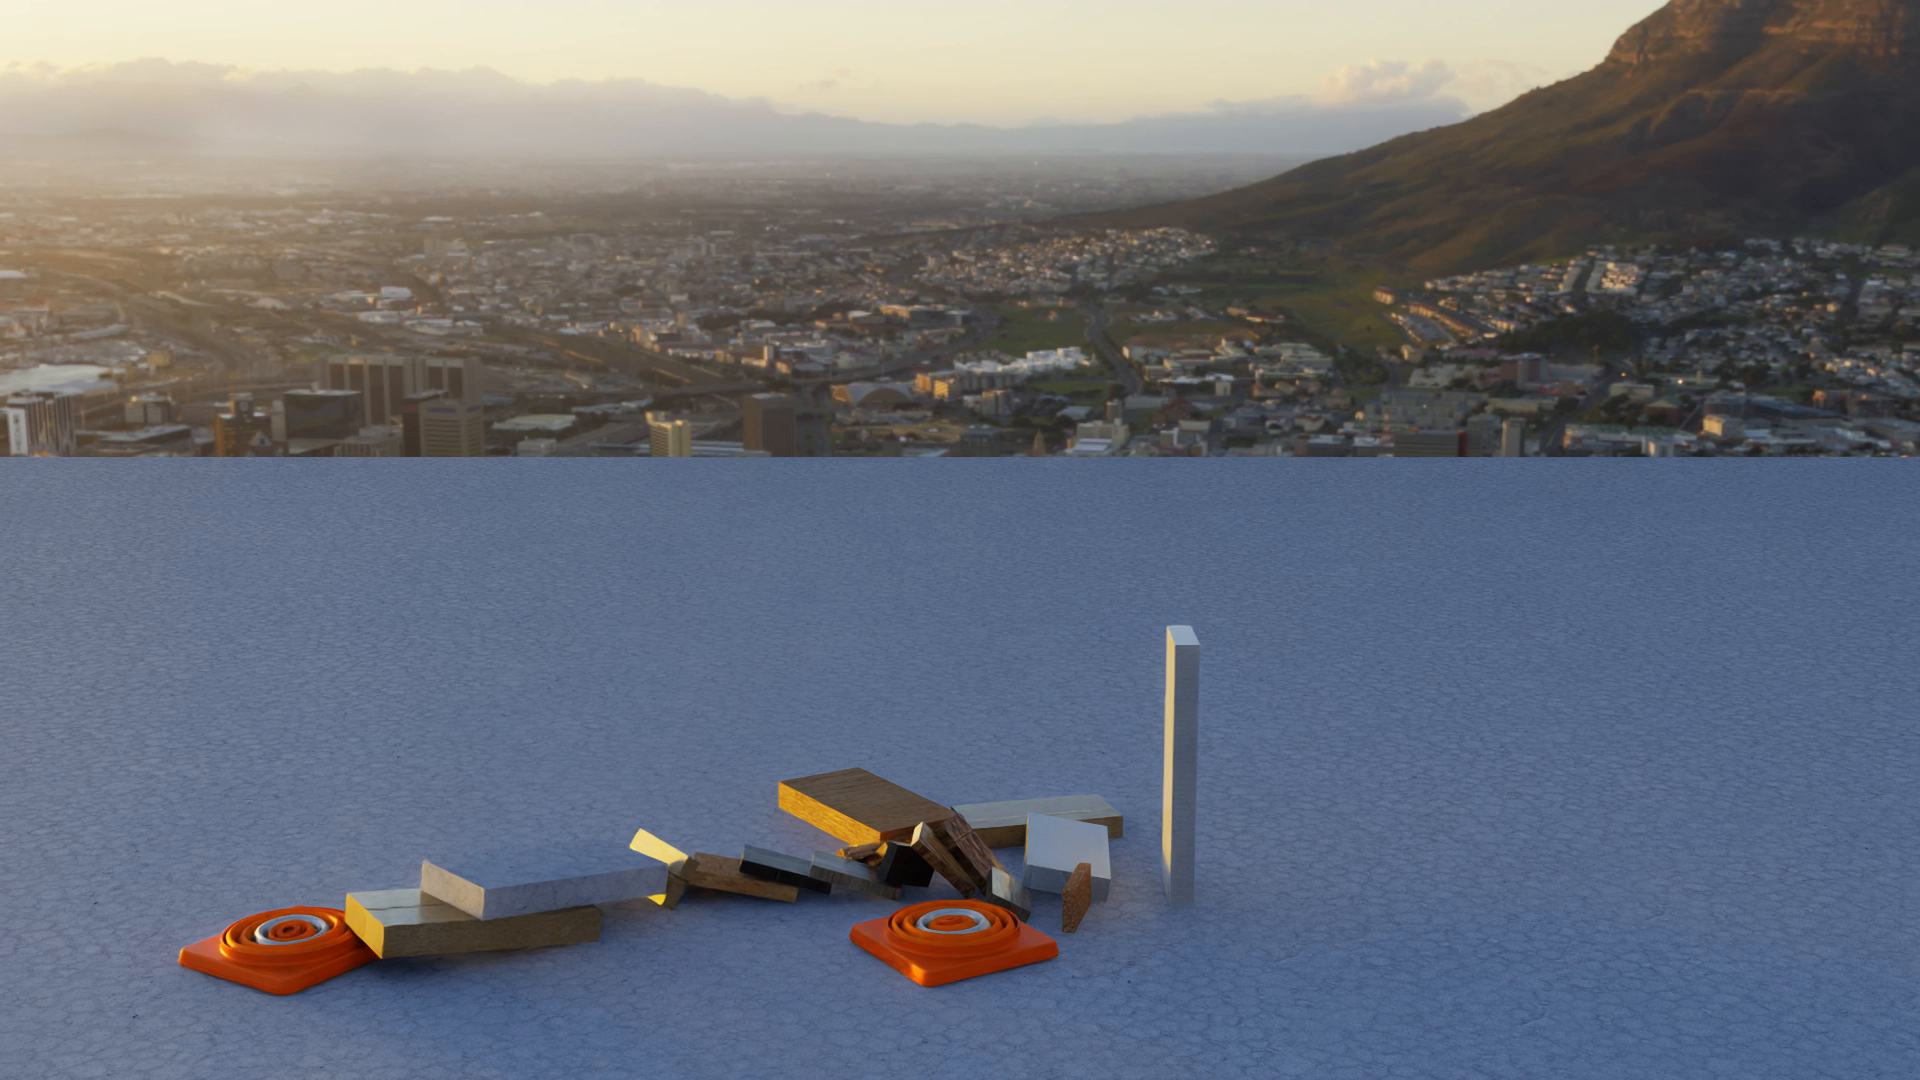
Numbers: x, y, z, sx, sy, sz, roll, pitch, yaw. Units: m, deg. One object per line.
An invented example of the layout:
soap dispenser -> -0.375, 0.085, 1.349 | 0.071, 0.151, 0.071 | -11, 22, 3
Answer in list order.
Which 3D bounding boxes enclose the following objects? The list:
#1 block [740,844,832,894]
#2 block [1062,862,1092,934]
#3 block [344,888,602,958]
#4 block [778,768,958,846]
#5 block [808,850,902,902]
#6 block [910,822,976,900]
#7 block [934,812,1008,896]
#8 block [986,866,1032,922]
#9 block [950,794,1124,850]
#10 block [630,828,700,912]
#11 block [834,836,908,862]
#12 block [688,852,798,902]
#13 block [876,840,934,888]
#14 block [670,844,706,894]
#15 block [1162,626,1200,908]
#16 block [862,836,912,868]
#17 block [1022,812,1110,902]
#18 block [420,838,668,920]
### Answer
block -> -0.288, 0.548, 3.661 | 0.154, 0.022, 0.077 | 15, 10, -5
block -> 0.189, 0.577, 3.551 | 0.020, 0.070, 0.140 | 3, 11, 14
block -> -0.757, 0.587, 3.425 | 0.349, 0.049, 0.175 | 2, 8, -34
block -> -0.167, 0.497, 4.033 | 0.175, 0.049, 0.366 | -7, 13, -33
block -> -0.172, 0.559, 3.662 | 0.154, 0.022, 0.077 | 16, 10, -3
block -> -0.025, 0.532, 3.658 | 0.019, 0.132, 0.066 | -42, 11, 18
block -> 0.021, 0.528, 3.693 | 0.020, 0.140, 0.070 | -44, -12, 27
block -> 0.079, 0.578, 3.590 | 0.070, 0.020, 0.140 | 27, 9, -4
block -> 0.138, 0.510, 3.988 | 0.283, 0.040, 0.141 | -3, 11, -15
block -> -0.506, 0.547, 3.659 | 0.025, 0.090, 0.179 | 35, -12, -34
block -> -0.148, 0.539, 3.785 | 0.154, 0.022, 0.077 | -7, -19, -31
block -> -0.358, 0.561, 3.662 | 0.179, 0.025, 0.090 | 10, 11, -3
block -> -0.084, 0.538, 3.649 | 0.019, 0.066, 0.132 | 21, 1, 34
block -> -0.484, 0.561, 3.755 | 0.090, 0.025, 0.179 | -8, 13, -38
block -> 0.364, 0.372, 3.630 | 0.040, 0.442, 0.141 | 0, 11, 0
block -> -0.113, 0.532, 3.727 | 0.066, 0.019, 0.132 | -9, -20, -25
block -> 0.182, 0.540, 3.764 | 0.141, 0.040, 0.283 | 10, 11, 1
block -> -0.660, 0.538, 3.512 | 0.175, 0.049, 0.349 | 12, 9, 44
